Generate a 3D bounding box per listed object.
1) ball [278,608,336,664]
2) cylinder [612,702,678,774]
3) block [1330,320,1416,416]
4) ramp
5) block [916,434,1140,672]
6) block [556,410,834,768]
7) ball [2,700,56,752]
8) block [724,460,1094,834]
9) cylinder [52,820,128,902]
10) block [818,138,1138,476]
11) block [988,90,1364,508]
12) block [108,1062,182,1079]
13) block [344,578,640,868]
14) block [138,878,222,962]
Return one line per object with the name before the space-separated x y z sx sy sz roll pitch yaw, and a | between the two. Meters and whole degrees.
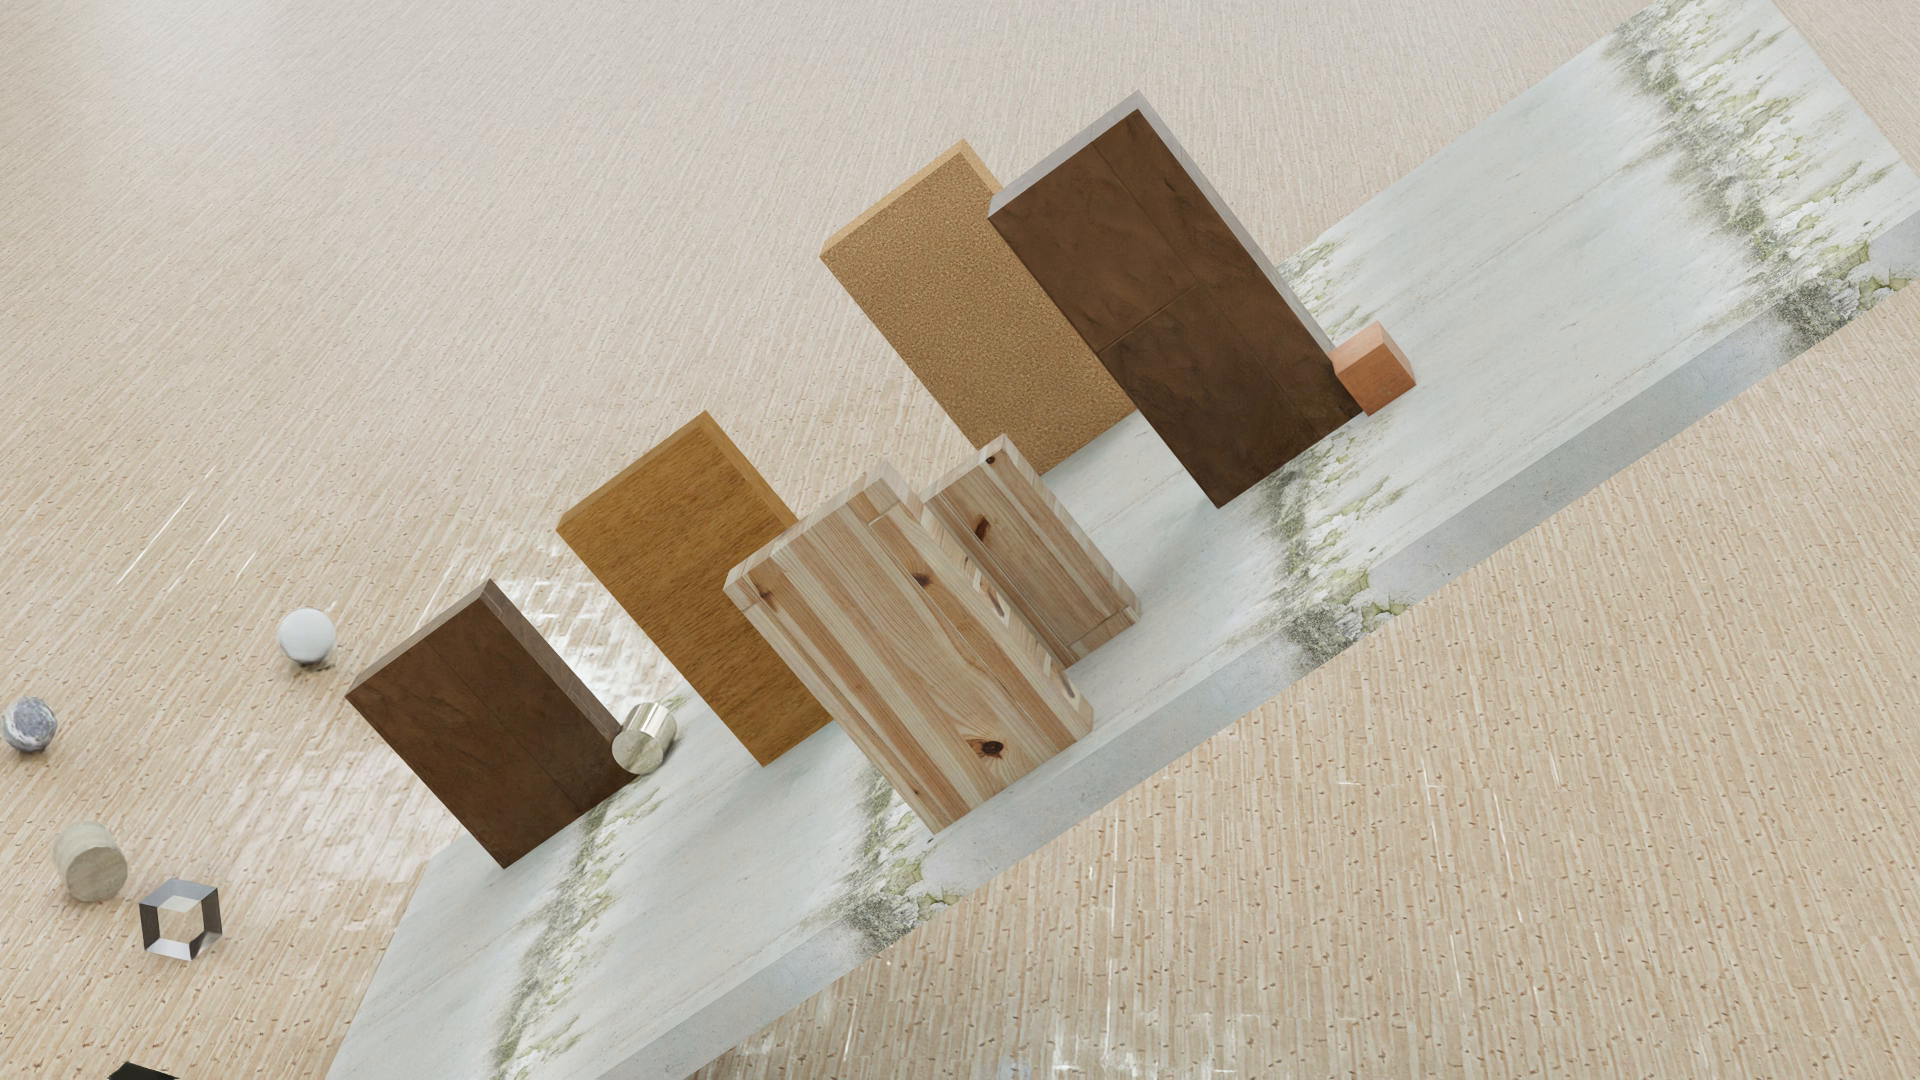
ball | -2.018 0.298 9.088 0.174 0.174 0.174 0 23 0
cylinder | -0.763 0.480 7.117 0.127 0.127 0.127 4 29 10
block | 0.812 -0.337 5.776 0.113 0.113 0.113 -35 21 17
ramp | 0.126 0.181 6.328 4.000 0.100 2.000 -35 16 17
block | 0.114 0.046 5.720 0.264 0.441 0.086 -35 16 17
block | -0.491 0.113 6.421 0.408 0.710 0.092 -35 16 17
ball | -2.704 0.539 8.545 0.154 0.154 0.154 0 23 0
block | -0.090 0.203 5.412 0.372 0.623 0.089 -35 16 17
cylinder | -2.306 0.851 7.797 0.162 0.162 0.162 -12 26 -25
block | 0.067 -0.513 6.833 0.412 0.732 0.122 -35 16 17
block | 0.433 -0.470 5.824 0.364 0.759 0.146 -35 16 17
block | -1.876 1.310 6.698 0.151 0.151 0.151 15 25 12
block | -1.129 0.452 7.172 0.443 0.588 0.117 -35 16 17
block | -1.997 0.972 7.540 0.140 0.140 0.140 9 24 20
